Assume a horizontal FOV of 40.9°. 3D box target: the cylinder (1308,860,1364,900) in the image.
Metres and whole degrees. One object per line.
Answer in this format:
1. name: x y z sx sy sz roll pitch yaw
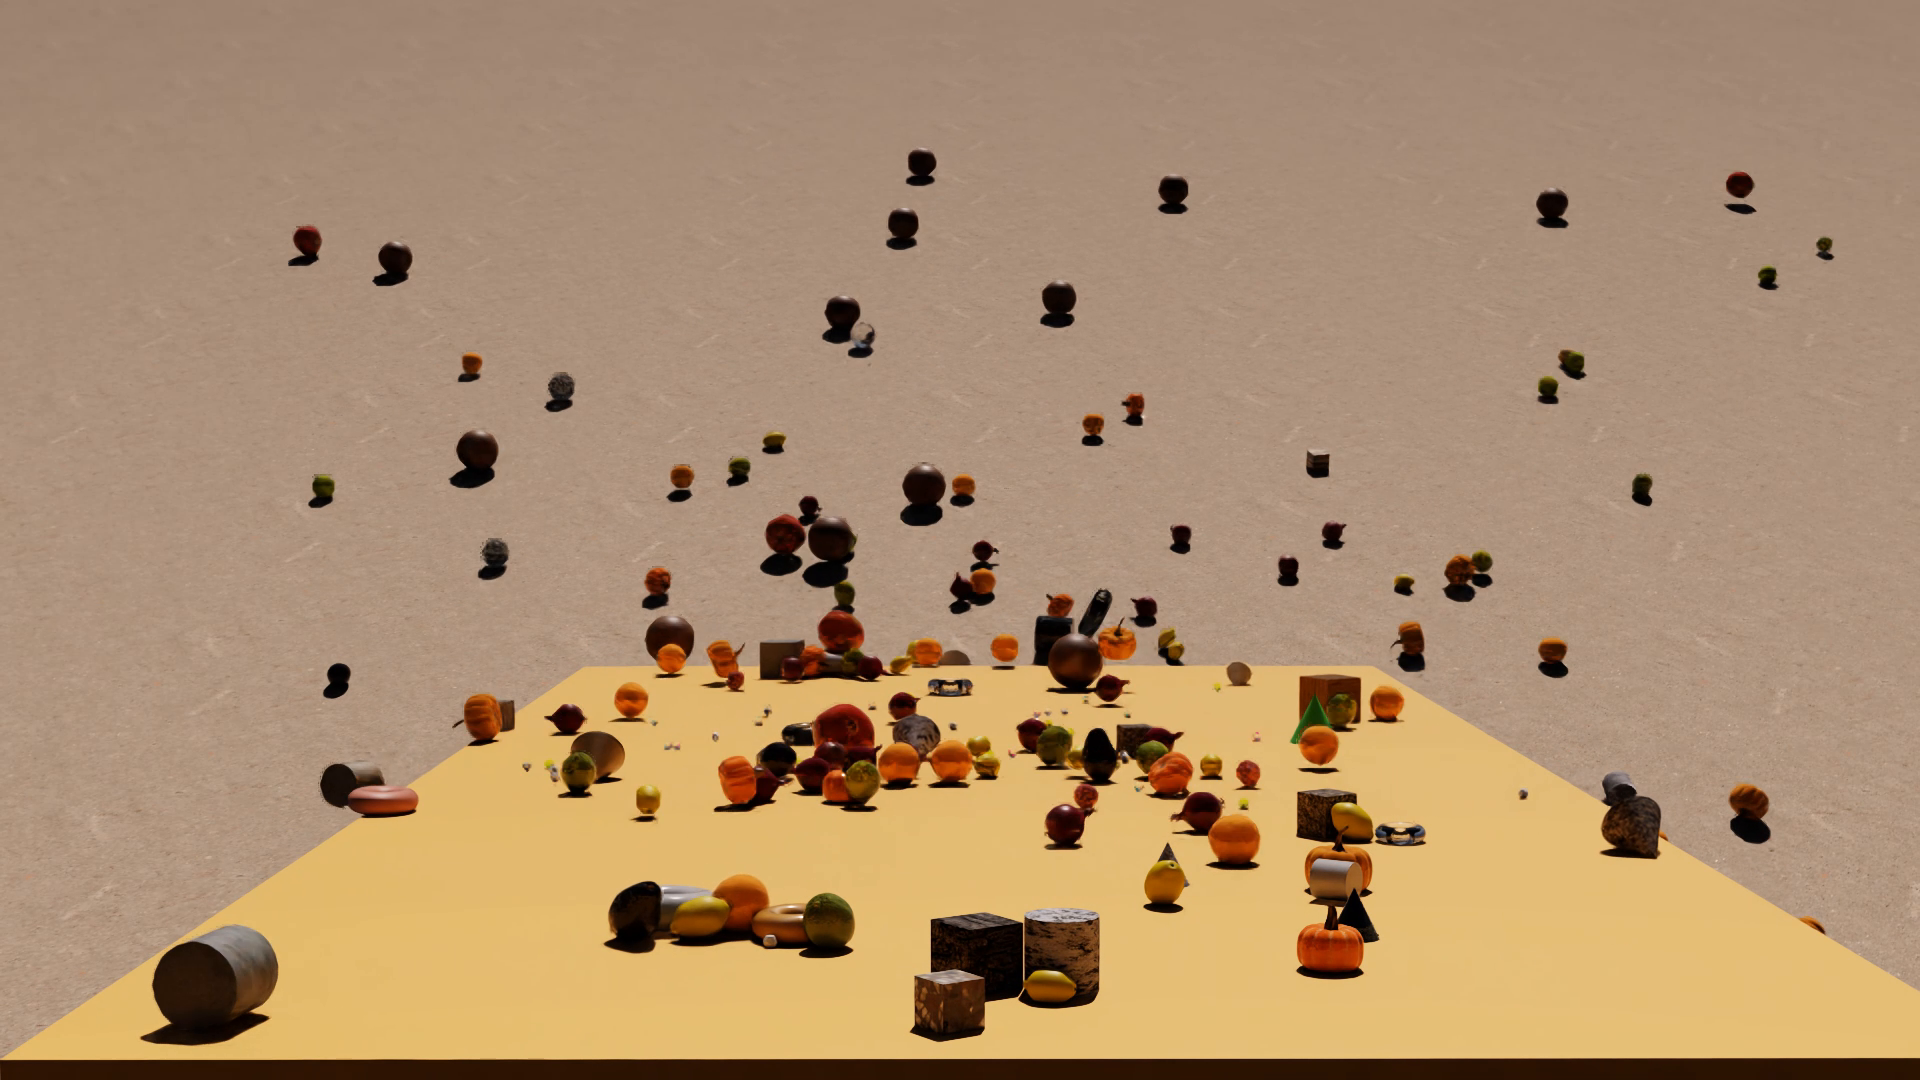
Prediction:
1. cylinder: 0.492 0.445 3.364 0.052 0.052 0.052 -3 16 38

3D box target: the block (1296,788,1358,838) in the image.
1. block: 0.555 0.414 3.894 0.064 0.064 0.064 -2 3 -35

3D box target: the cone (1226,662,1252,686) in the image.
1. cone: 0.650 0.329 6.050 0.061 0.061 0.061 7 31 16

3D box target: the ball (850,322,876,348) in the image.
1. ball: -0.349 -0.735 9.241 0.091 0.091 0.091 0 22 0

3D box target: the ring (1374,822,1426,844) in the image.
1. ring: 0.656 0.437 3.829 0.076 0.025 0.076 -1 4 0

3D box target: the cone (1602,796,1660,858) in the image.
1. cone: 0.986 0.434 3.711 0.092 0.092 0.092 -4 30 -9

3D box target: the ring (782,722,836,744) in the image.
1. ring: -0.295 0.377 4.997 0.105 0.035 0.105 -1 3 0

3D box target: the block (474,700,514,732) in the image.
1. block: -0.942 0.355 5.201 0.059 0.059 0.059 1 3 26

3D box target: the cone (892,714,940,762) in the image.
1. cone: -0.084 0.385 4.745 0.091 0.091 0.091 1 29 3

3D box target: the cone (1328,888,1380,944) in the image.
1. cone: 0.478 0.451 3.118 0.063 0.063 0.063 0 3 0

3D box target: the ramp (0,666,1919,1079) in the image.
1. ramp: 0.051 0.466 4.534 2.000 0.100 4.000 0 3 0

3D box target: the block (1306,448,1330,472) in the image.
1. block: 1.129 -0.253 8.109 0.055 0.055 0.055 -6 23 -14

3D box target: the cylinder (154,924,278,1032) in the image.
1. cylinder: -0.777 0.457 2.687 0.094 0.094 0.094 4 3 11

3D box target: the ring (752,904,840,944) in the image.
1. ring: -0.199 0.465 3.121 0.108 0.036 0.108 -1 2 0

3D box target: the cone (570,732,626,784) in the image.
1. cone: -0.635 0.398 4.460 0.096 0.096 0.096 0 29 1

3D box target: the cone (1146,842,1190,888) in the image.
1. cone: 0.281 0.436 3.474 0.059 0.059 0.059 0 3 0

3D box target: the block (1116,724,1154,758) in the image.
1. block: 0.326 0.375 4.798 0.056 0.056 0.056 -1 3 -11

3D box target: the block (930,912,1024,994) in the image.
1. block: 0.019 0.459 2.851 0.074 0.074 0.074 -2 3 -34

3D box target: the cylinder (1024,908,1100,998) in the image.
1. cylinder: 0.112 0.455 2.837 0.083 0.083 0.083 0 3 0

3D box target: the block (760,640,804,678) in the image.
1. block: -0.433 0.289 6.263 0.088 0.088 0.088 1 3 12

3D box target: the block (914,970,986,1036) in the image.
1. block: -0.011 0.478 2.664 0.053 0.053 0.053 -2 3 -35

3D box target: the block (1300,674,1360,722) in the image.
1. block: 0.772 0.330 5.368 0.090 0.090 0.090 -2 3 -32

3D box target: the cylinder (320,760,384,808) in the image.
1. cylinder: -1.028 0.412 4.352 0.074 0.074 0.074 10 4 23

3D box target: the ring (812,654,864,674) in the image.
1. ring: -0.299 0.304 6.332 0.130 0.043 0.130 3 -4 0

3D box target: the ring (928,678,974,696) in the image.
1. ring: -0.022 0.334 5.873 0.106 0.035 0.106 0 1 0

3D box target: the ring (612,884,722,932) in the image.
1. ring: -0.364 0.457 3.195 0.136 0.045 0.136 2 -1 0

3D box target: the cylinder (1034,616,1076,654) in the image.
1. cylinder: 0.252 0.251 6.824 0.094 0.094 0.094 4 23 10

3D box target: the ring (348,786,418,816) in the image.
1. ring: -0.925 0.417 4.124 0.112 0.037 0.112 1 2 0

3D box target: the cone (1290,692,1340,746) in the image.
1. cone: 0.689 0.345 4.992 0.097 0.097 0.097 0 3 0

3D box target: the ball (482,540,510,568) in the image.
1. ball: -1.330 0.039 7.364 0.077 0.077 0.077 0 22 0

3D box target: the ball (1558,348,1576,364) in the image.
1. ball: 2.142 -0.648 9.068 0.061 0.061 0.061 0 22 0

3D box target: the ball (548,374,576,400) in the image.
1. ball: -1.348 -0.516 8.707 0.090 0.090 0.090 0 22 0
